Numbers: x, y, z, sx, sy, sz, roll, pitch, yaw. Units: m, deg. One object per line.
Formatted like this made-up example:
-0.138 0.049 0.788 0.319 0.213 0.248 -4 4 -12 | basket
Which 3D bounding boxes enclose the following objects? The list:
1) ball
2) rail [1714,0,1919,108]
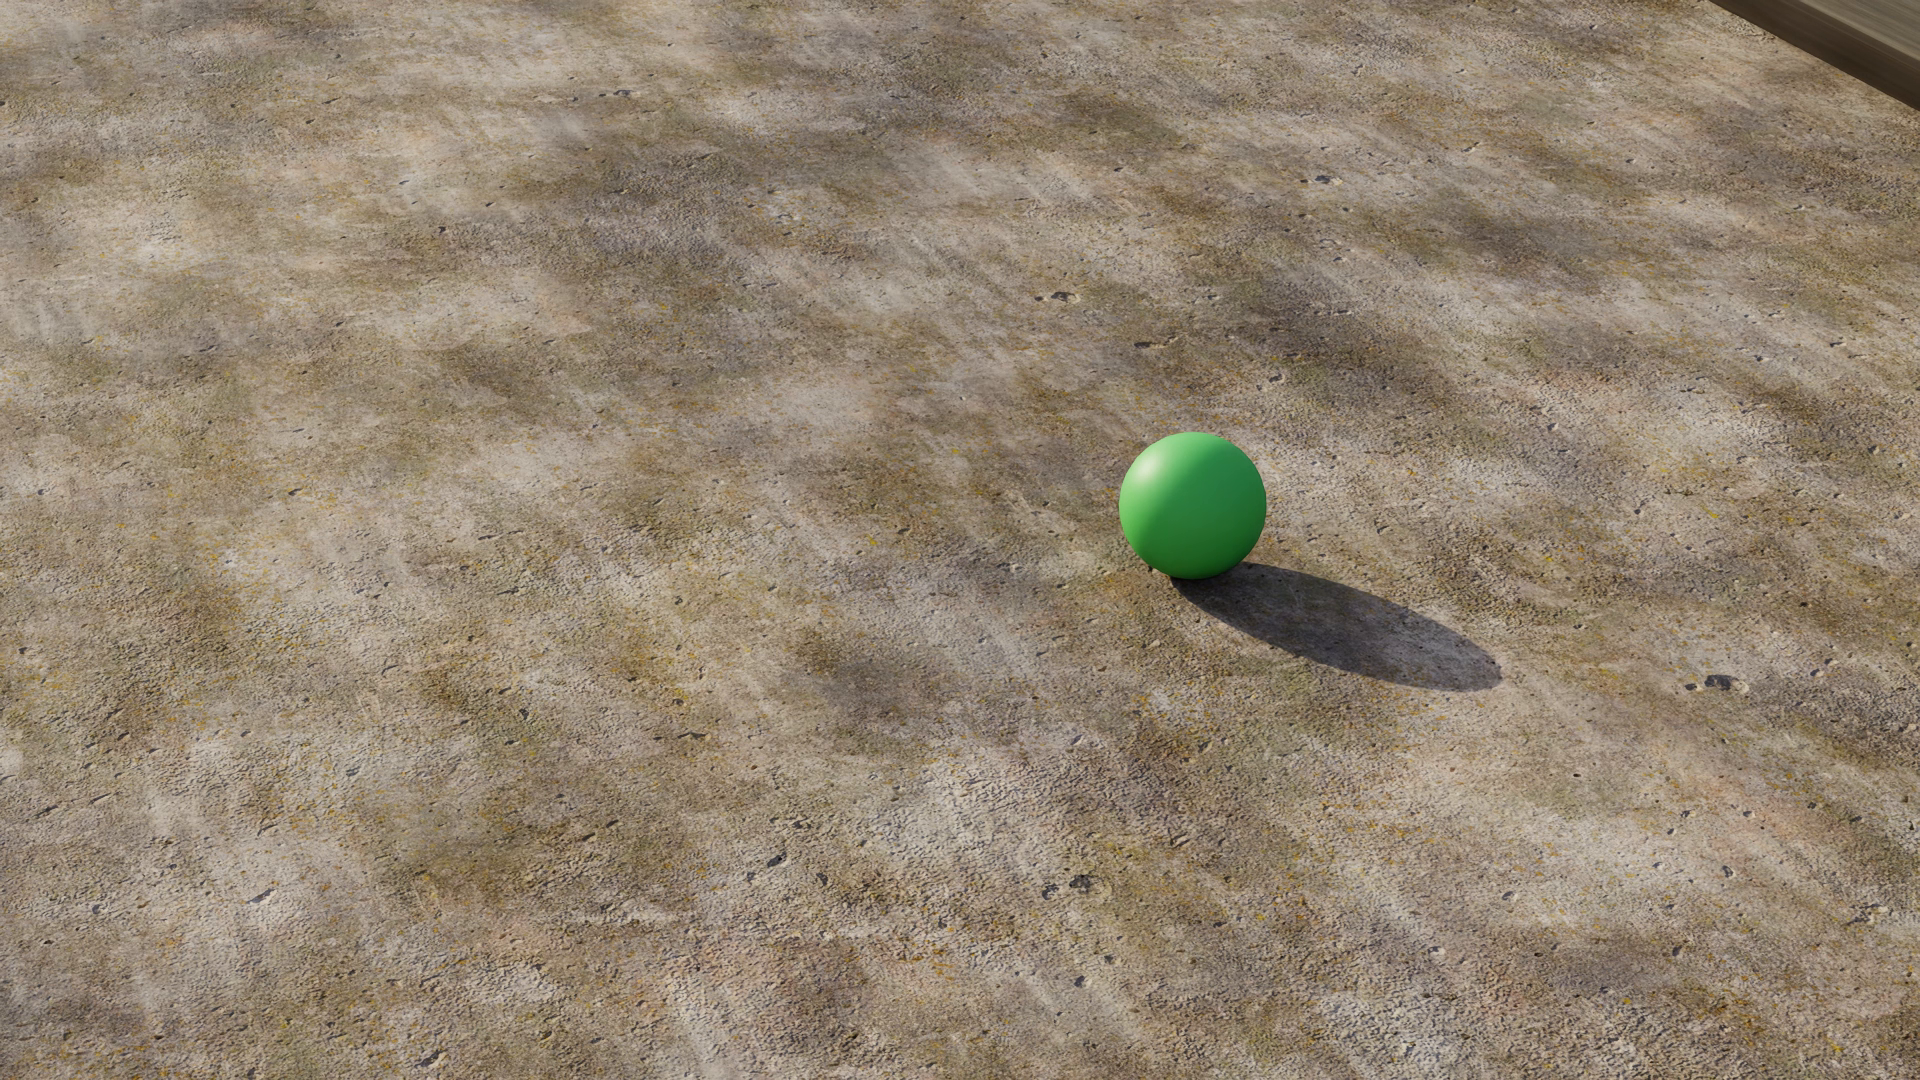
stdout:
0.146 -0.022 1.846 0.093 0.093 0.093 0 28 0 | ball
0.676 -0.628 2.937 0.045 0.120 3.832 -10 30 -18 | rail
